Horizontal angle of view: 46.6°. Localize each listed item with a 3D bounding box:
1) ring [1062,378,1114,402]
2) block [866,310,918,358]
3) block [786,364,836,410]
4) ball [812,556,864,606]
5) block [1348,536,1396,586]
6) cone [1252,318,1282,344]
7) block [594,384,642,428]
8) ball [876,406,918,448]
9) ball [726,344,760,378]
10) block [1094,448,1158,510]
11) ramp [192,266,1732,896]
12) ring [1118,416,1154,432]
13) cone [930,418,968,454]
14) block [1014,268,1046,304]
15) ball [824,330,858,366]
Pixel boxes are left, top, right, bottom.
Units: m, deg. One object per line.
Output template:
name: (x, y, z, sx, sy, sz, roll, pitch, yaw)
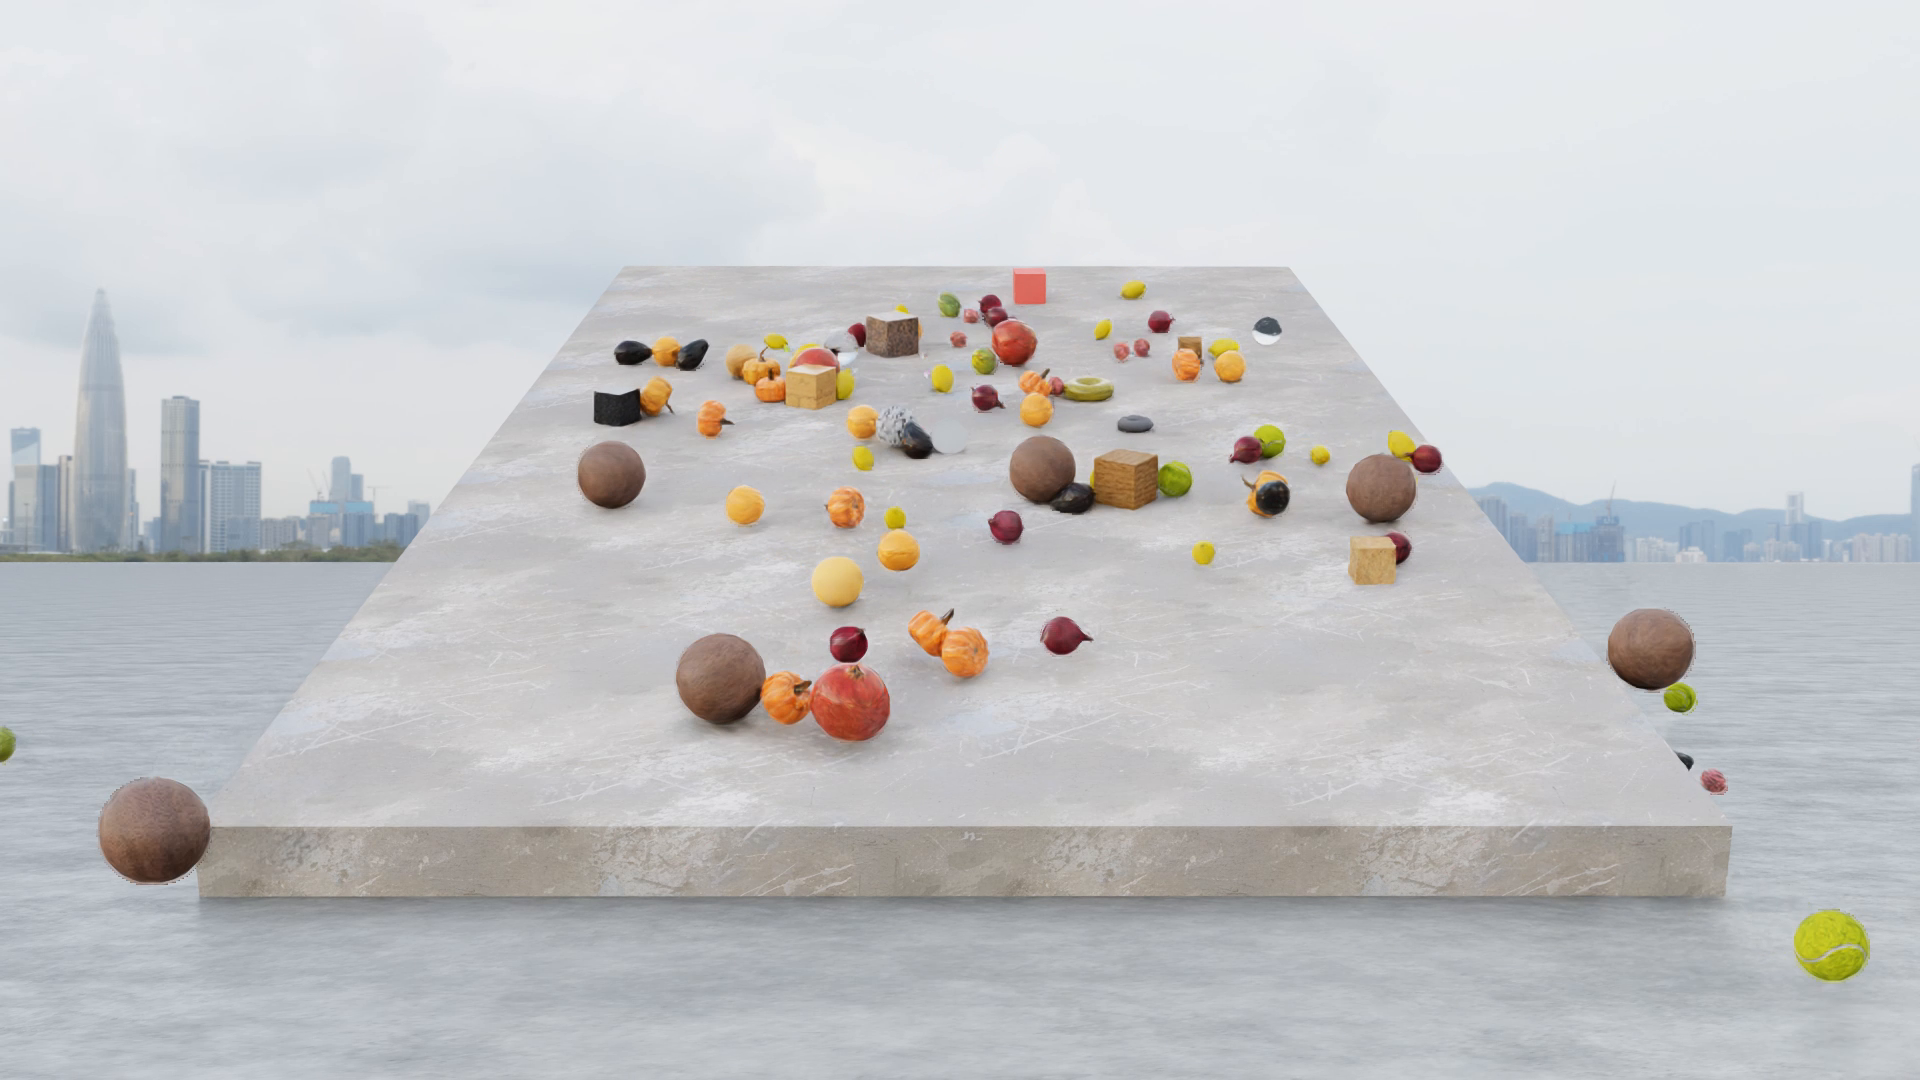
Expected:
ring: (0.295, -0.345, 5.116, 0.117, 0.039, 0.117, -1, 18, 0)
block: (-0.169, -0.511, 5.550, 0.094, 0.094, 0.094, -12, 21, -34)
block: (-0.338, -0.347, 5.045, 0.082, 0.082, 0.082, 10, 20, 28)
ball: (-0.204, 0.069, 3.713, 0.086, 0.086, 0.086, 0, 0, 0)
block: (0.713, 0.036, 3.853, 0.067, 0.067, 0.067, 0, 17, -1)
cone: (0.789, -0.526, 5.703, 0.072, 0.072, 0.072, 0, -10, 14)
block: (-0.753, -0.295, 4.895, 0.072, 0.072, 0.072, 10, 20, 28)
ball: (-0.133, -0.238, 4.689, 0.088, 0.088, 0.088, 0, 0, 0)
ball: (-0.518, -0.427, 5.303, 0.081, 0.081, 0.081, 0, 0, 0)
block: (0.320, -0.118, 4.304, 0.090, 0.090, 0.090, 11, 21, 32)
ramp: (-0.003, -0.179, 4.814, 2.000, 0.100, 4.000, 0, 17, 0)
ring: (0.381, -0.252, 4.841, 0.077, 0.026, 0.077, 0, 16, 0)
cone: (-0.025, -0.210, 4.687, 0.078, 0.078, 0.078, 0, -9, -5)
block: (0.193, -0.705, 6.185, 0.085, 0.085, 0.085, -1, 17, -2)
ball: (-0.289, -0.466, 5.420, 0.086, 0.086, 0.086, 0, 0, 0)
